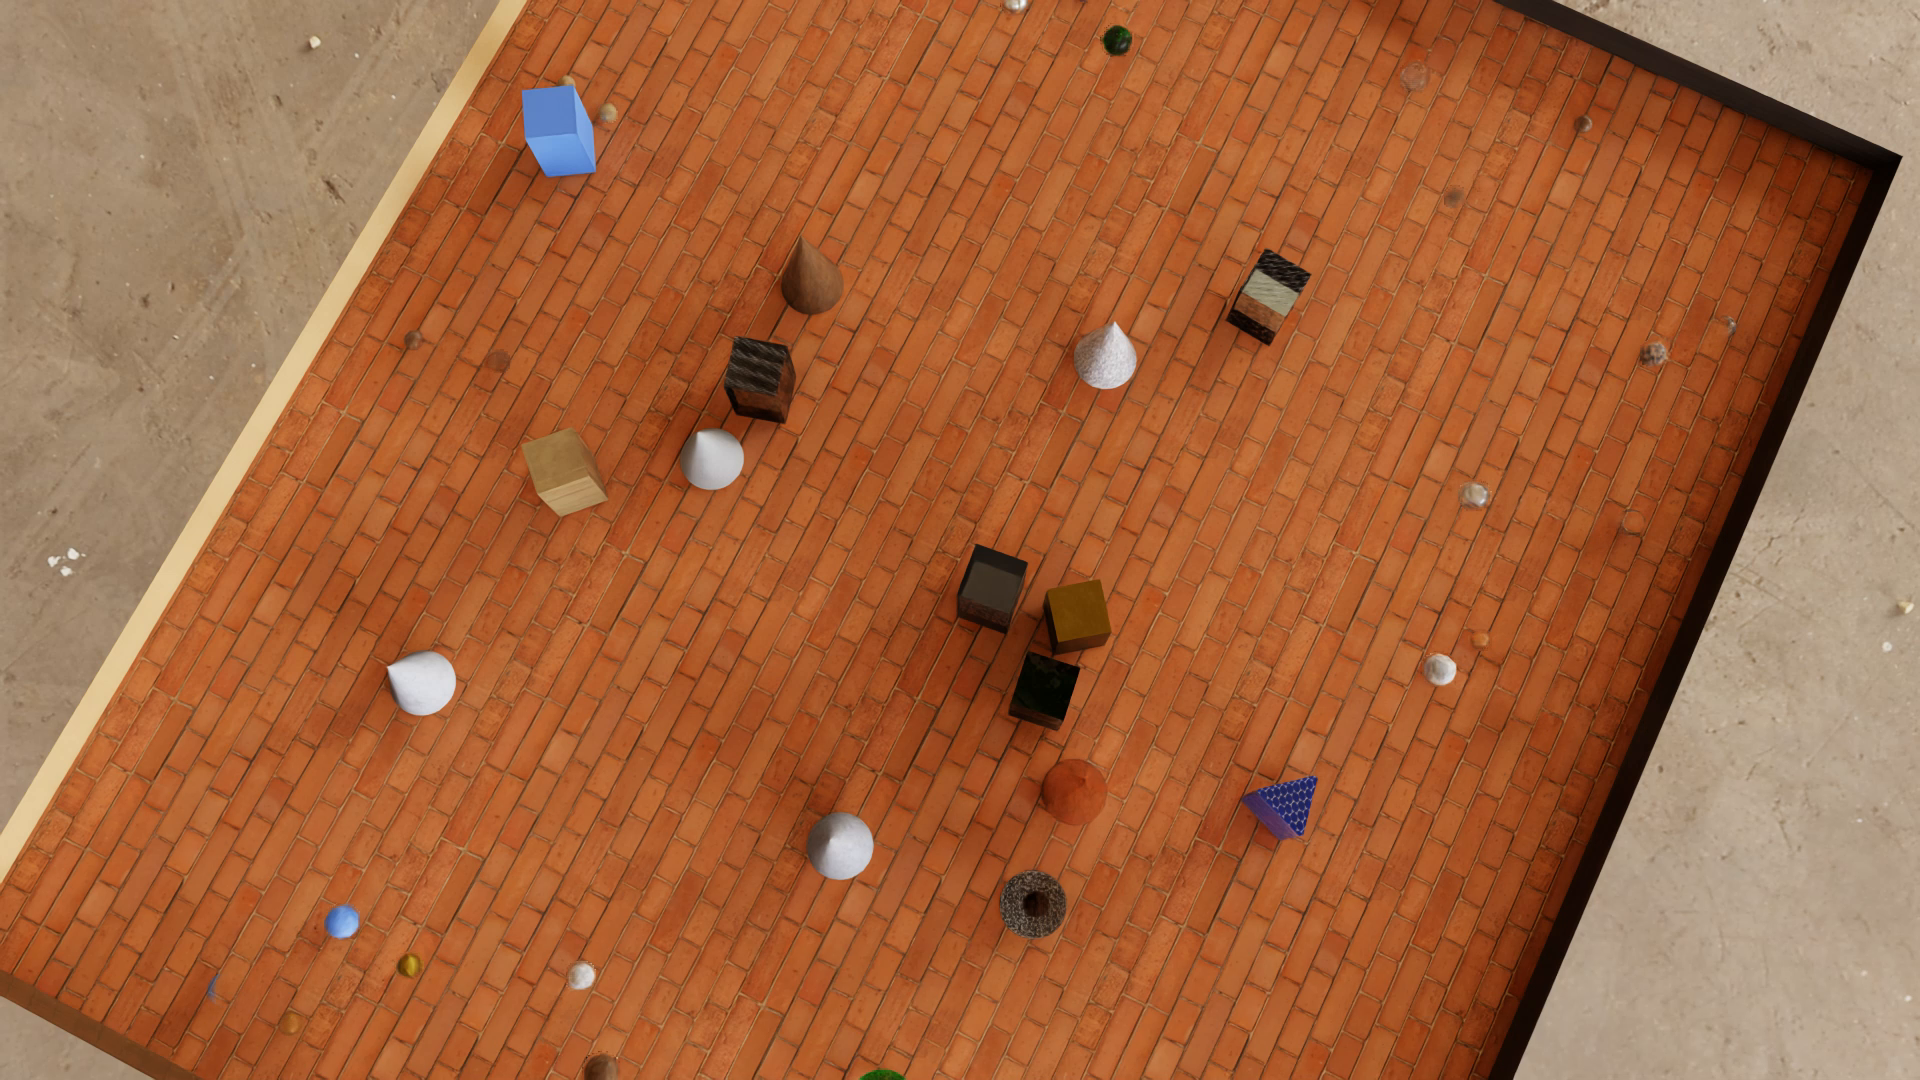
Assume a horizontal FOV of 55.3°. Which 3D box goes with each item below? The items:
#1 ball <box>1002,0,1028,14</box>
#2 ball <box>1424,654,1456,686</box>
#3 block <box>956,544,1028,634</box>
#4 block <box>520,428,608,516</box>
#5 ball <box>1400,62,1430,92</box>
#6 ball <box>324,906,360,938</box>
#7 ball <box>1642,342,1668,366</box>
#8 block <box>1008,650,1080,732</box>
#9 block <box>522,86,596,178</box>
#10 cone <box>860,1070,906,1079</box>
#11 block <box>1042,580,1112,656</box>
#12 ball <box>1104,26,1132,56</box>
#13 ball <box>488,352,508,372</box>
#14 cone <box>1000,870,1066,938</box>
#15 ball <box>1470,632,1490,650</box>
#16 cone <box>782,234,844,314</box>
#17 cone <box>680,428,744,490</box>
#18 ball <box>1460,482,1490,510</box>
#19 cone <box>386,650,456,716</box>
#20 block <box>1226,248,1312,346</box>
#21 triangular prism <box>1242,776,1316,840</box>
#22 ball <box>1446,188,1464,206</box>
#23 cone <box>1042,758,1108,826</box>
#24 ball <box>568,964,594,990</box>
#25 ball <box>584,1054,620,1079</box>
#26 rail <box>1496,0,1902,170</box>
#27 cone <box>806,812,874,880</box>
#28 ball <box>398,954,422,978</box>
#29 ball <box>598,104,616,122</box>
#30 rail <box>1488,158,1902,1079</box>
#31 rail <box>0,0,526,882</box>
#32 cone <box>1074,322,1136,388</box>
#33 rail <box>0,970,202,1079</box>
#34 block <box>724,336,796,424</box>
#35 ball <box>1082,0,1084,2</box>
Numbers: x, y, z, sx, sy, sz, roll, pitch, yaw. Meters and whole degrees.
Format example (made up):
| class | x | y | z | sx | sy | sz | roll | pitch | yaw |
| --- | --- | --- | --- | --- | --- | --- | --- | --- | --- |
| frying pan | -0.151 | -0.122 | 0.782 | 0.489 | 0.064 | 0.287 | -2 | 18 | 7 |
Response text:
| class | x | y | z | sx | sy | sz | roll | pitch | yaw |
| --- | --- | --- | --- | --- | --- | --- | --- | --- | --- |
| ball | 0.180 | -1.746 | 5.935 | 0.084 | 0.084 | 0.084 | 0 | 78 | 0 |
| ball | 1.438 | 0.389 | 5.488 | 0.094 | 0.094 | 0.094 | 0 | 78 | 0 |
| block | 0.093 | 0.148 | 5.391 | 0.158 | 0.383 | 0.158 | 20 | 79 | 4 |
| block | -1.183 | -0.201 | 5.500 | 0.158 | 0.310 | 0.158 | -20 | 79 | -4 |
| ball | 1.461 | -1.486 | 5.876 | 0.094 | 0.094 | 0.094 | 0 | 78 | 0 |
| ball | -1.800 | 1.113 | 5.338 | 0.095 | 0.095 | 0.095 | 0 | 78 | 0 |
| ball | 2.159 | -0.580 | 5.699 | 0.075 | 0.075 | 0.075 | 0 | 78 | 0 |
| block | 0.244 | 0.445 | 5.367 | 0.158 | 0.309 | 0.158 | 18 | 79 | 4 |
| block | -1.251 | -1.275 | 5.728 | 0.158 | 0.298 | 0.158 | -6 | 78 | -1 |
| cone | -0.223 | 1.582 | 5.060 | 0.198 | 0.449 | 0.198 | 0 | 78 | 0 |
| block | 0.345 | 0.231 | 5.429 | 0.158 | 0.274 | 0.158 | -11 | 79 | -2 |
| ball | 0.508 | -1.608 | 5.901 | 0.094 | 0.094 | 0.094 | 0 | 78 | 0 |
| ball | -1.436 | -0.554 | 5.699 | 0.064 | 0.064 | 0.064 | 0 | 78 | 0 |
| cone | 0.216 | 1.039 | 5.227 | 0.198 | 0.343 | 0.198 | 0 | 78 | 0 |
| ball | 1.569 | 0.303 | 5.525 | 0.057 | 0.057 | 0.057 | 0 | 78 | 0 |
| cone | -0.466 | -0.849 | 5.572 | 0.198 | 0.431 | 0.198 | 0 | 78 | 0 |
| cone | -0.768 | -0.283 | 5.516 | 0.198 | 0.312 | 0.198 | 0 | 78 | 0 |
| ball | 1.575 | -0.135 | 5.601 | 0.085 | 0.085 | 0.085 | 0 | 78 | 0 |
| cone | -1.620 | 0.395 | 5.354 | 0.198 | 0.354 | 0.198 | 0 | 78 | 0 |
| block | 0.945 | -0.743 | 5.624 | 0.158 | 0.287 | 0.158 | 32 | 80 | 6 |
| triangular prism | 0.948 | 0.747 | 5.296 | 0.148 | 0.325 | 0.171 | -43 | 81 | -8 |
| ball | 1.570 | -1.086 | 5.812 | 0.059 | 0.059 | 0.059 | 0 | 78 | 0 |
| cone | 0.341 | 0.701 | 5.221 | 0.198 | 0.490 | 0.198 | 0 | 78 | 0 |
| ball | -1.100 | 1.267 | 5.315 | 0.077 | 0.077 | 0.077 | 0 | 78 | 0 |
| ball | -1.027 | 1.524 | 5.251 | 0.098 | 0.098 | 0.098 | 0 | 78 | 0 |
| rail | 1.068 | -2.085 | 5.981 | 4.189 | 0.129 | 0.045 | 26 | 80 | 5 |
| cone | -0.355 | 0.863 | 5.220 | 0.198 | 0.426 | 0.198 | 0 | 78 | 0 |
| ball | -1.600 | 1.237 | 5.326 | 0.068 | 0.068 | 0.068 | 0 | 78 | 0 |
| ball | -1.129 | -1.369 | 5.870 | 0.058 | 0.058 | 0.058 | 0 | 78 | 0 |
| rail | 1.852 | 0.914 | 5.361 | 0.045 | 0.129 | 4.824 | 26 | 80 | 5 |
| rail | -1.852 | -0.900 | 5.736 | 0.045 | 0.129 | 4.824 | 26 | 80 | 5 |
| cone | 0.454 | -0.605 | 5.554 | 0.198 | 0.368 | 0.198 | 0 | 78 | 0 |
| rail | -1.068 | 2.099 | 5.115 | 4.189 | 0.129 | 0.045 | 26 | 80 | 5 |
| block | -0.603 | -0.482 | 5.557 | 0.158 | 0.312 | 0.158 | 11 | 79 | 2 |
| ball | 0.400 | -1.794 | 5.943 | 0.089 | 0.089 | 0.089 | 0 | 78 | 0 |
